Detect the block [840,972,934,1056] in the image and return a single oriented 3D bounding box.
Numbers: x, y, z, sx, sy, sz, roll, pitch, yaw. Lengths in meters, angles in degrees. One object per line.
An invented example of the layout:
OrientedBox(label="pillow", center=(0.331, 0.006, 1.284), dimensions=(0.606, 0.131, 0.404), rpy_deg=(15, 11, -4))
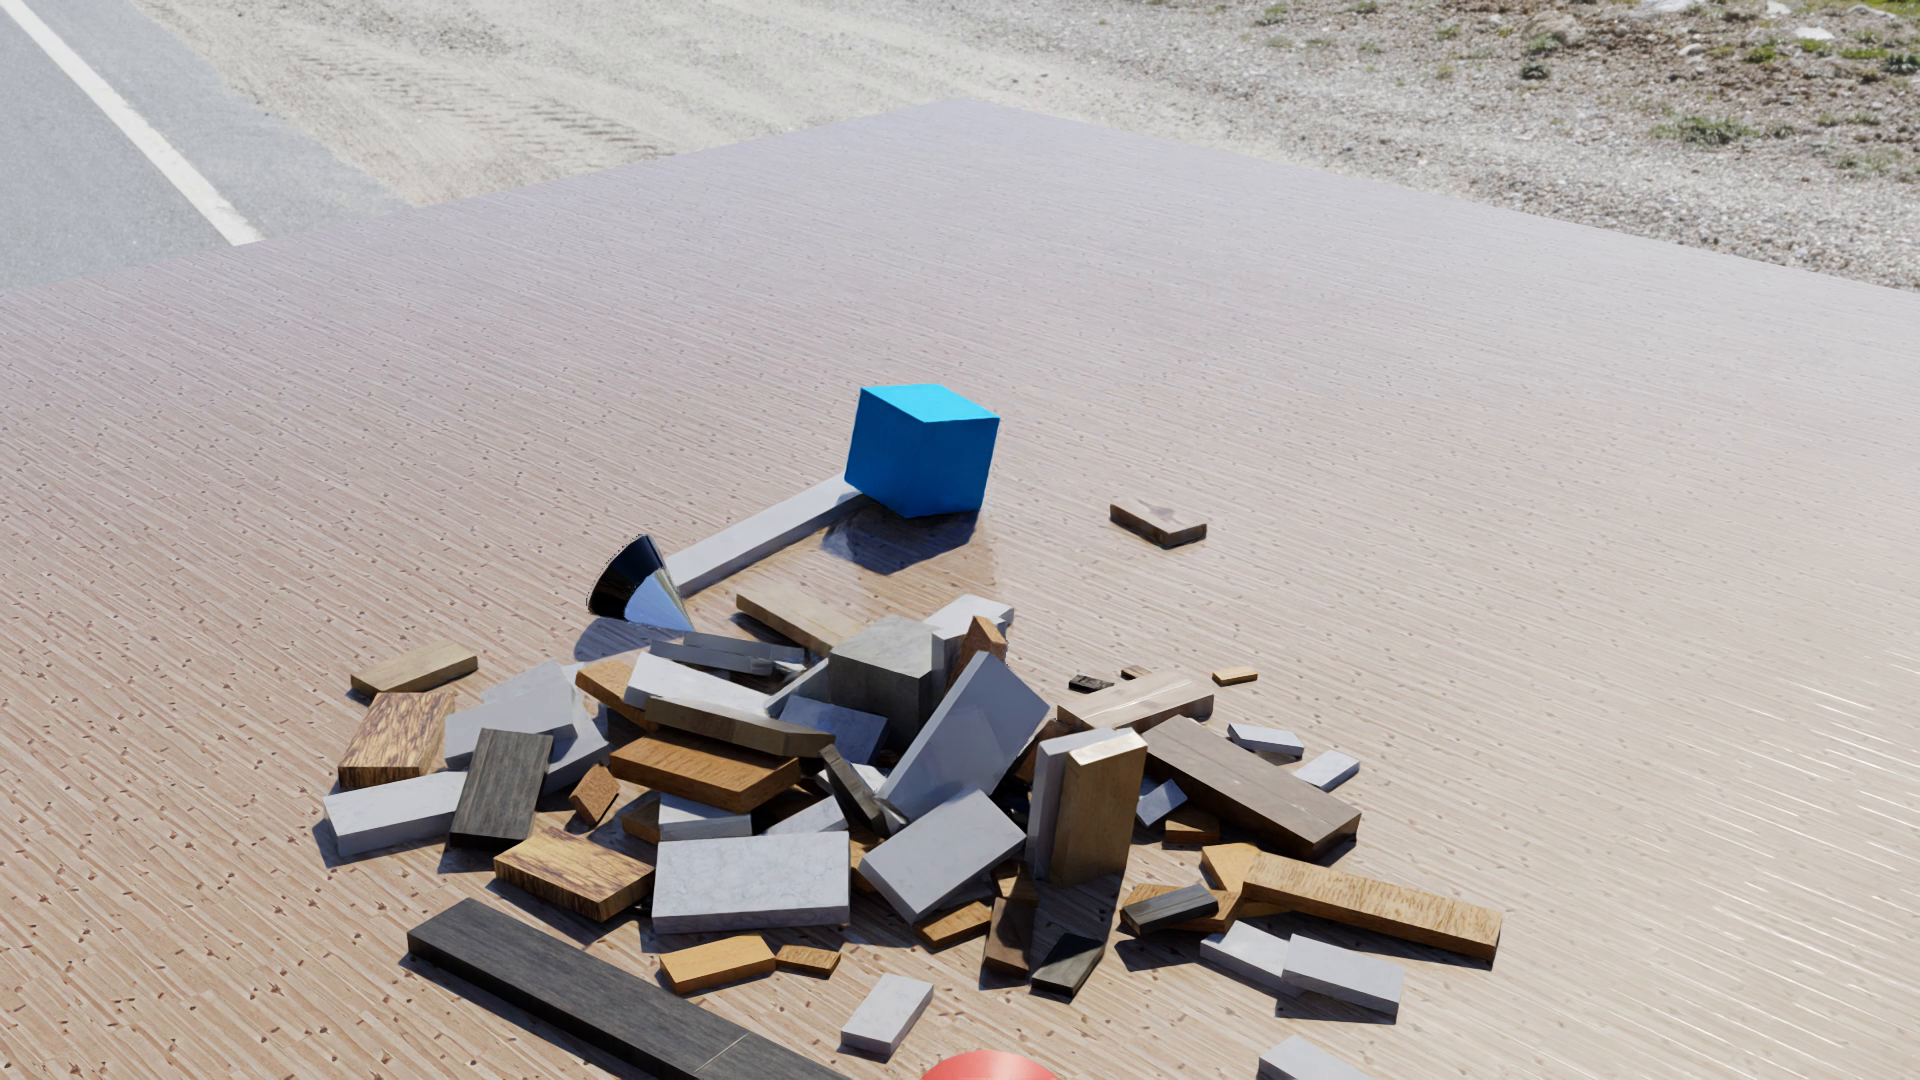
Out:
OrientedBox(label="block", center=(-0.124, 0.818, 3.800), dimensions=(0.093, 0.026, 0.186), rpy_deg=(9, 25, 20))

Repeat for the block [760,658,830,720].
OrientedBox(label="block", center=(-0.317, 0.339, 4.734), dimensions=(0.209, 0.104, 0.030), rpy_deg=(-35, 27, -19))

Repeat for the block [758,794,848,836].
OrientedBox(label="block", center=(-0.304, 0.562, 4.260), dimensions=(0.166, 0.023, 0.083), rpy_deg=(-27, 33, -5))

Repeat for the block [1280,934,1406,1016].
OrientedBox(label="block", center=(0.674, 0.764, 3.871), dimensions=(0.205, 0.029, 0.103), rpy_deg=(15, 30, 10))

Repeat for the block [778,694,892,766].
OrientedBox(label="block", center=(-0.272, 0.405, 4.600), dimensions=(0.236, 0.033, 0.118), rpy_deg=(11, 60, 25))

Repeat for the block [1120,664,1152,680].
OrientedBox(label="block", center=(0.415, 0.311, 5.012), dimensions=(0.046, 0.013, 0.092), rpy_deg=(-17, 28, -34))

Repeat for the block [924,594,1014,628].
OrientedBox(label="block", center=(-0.003, 0.208, 5.222), dimensions=(0.137, 0.039, 0.274), rpy_deg=(14, 27, 30))

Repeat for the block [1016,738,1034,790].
OrientedBox(label="block", center=(0.177, 0.454, 4.372), dimensions=(0.105, 0.030, 0.210), rpy_deg=(-9, 25, -14))

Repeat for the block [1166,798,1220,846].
OrientedBox(label="block", center=(0.467, 0.546, 4.436), dimensions=(0.106, 0.030, 0.211), rpy_deg=(2, 23, 4))

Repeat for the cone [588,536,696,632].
OrientedBox(label="cone", center=(-0.720, 0.154, 5.262), dimensions=(0.237, 0.237, 0.237), rpy_deg=(36, 34, 12))

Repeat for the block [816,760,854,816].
OrientedBox(label="block", center=(-0.206, 0.515, 4.460), dimensions=(0.084, 0.024, 0.168), rpy_deg=(-21, 46, -41))

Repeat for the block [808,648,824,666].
OrientedBox(label="block", center=(-0.321, 0.259, 5.128), dimensions=(0.058, 0.016, 0.116), rpy_deg=(-3, 23, -9))

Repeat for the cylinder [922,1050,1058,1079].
OrientedBox(label="cylinder", center=(0.037, 0.935, 3.225), dimensions=(0.260, 0.260, 0.260), rpy_deg=(2, 23, 6))

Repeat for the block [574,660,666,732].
OrientedBox(label="block", center=(-0.702, 0.341, 4.774), dimensions=(0.251, 0.036, 0.126), rpy_deg=(28, 24, 29))

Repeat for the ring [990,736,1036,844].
OrientedBox(label="ring", center=(0.184, 0.503, 4.433), dimensions=(0.336, 0.112, 0.336), rpy_deg=(-1, 25, 1))

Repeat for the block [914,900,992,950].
OrientedBox(label="block", center=(-0.008, 0.710, 4.062), dimensions=(0.141, 0.020, 0.071), rpy_deg=(-15, 27, -31))

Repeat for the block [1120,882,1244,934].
OrientedBox(label="block", center=(0.410, 0.682, 4.075), dimensions=(0.205, 0.029, 0.103), rpy_deg=(1, 21, 27))

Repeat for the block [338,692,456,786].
OrientedBox(label="block", center=(-1.200, 0.424, 4.700), dimensions=(0.168, 0.048, 0.336), rpy_deg=(0, 23, 0))

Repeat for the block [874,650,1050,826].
OrientedBox(label="block", center=(0.008, 0.415, 4.320), dimensions=(0.359, 0.180, 0.051), rpy_deg=(-54, 22, -18))

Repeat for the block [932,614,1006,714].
OrientedBox(label="block", center=(0.018, 0.323, 4.597), dimensions=(0.157, 0.314, 0.044), rpy_deg=(-16, 28, -32))

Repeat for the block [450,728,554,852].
OrientedBox(label="block", center=(-0.914, 0.501, 4.402), dimensions=(0.148, 0.042, 0.297), rpy_deg=(7, 38, -3))

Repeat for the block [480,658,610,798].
OrientedBox(label="block", center=(-0.875, 0.394, 4.642), dimensions=(0.175, 0.050, 0.351), rpy_deg=(-26, 39, -14))

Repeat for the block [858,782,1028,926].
OrientedBox(label="block", center=(-0.031, 0.591, 4.159), dimensions=(0.302, 0.043, 0.151), rpy_deg=(-29, 64, -38))

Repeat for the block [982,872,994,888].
OrientedBox(label="block", center=(0.005, 0.648, 4.212), dimensions=(0.112, 0.016, 0.056), rpy_deg=(-3, 23, -6))

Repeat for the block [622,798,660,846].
OrientedBox(label="block", center=(-0.549, 0.569, 4.350), dimensions=(0.234, 0.033, 0.117), rpy_deg=(14, 26, 41))

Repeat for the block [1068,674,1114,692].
OrientedBox(label="block", center=(0.297, 0.328, 4.971), dimensions=(0.092, 0.013, 0.046), rpy_deg=(13, 26, 28))

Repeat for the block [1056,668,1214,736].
OrientedBox(label="block", center=(0.386, 0.369, 4.834), dimensions=(0.314, 0.044, 0.157), rpy_deg=(-15, 27, -32))

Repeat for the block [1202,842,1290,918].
OrientedBox(label="block", center=(0.544, 0.647, 4.197), dimensions=(0.106, 0.030, 0.211), rpy_deg=(-5, 23, -11))

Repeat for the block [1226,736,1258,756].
OrientedBox(label="block", center=(0.513, 0.461, 4.636), dimensions=(0.211, 0.030, 0.106), rpy_deg=(-6, 24, -14))

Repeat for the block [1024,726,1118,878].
OrientedBox(label="block", center=(0.212, 0.501, 4.189), dimensions=(0.151, 0.302, 0.043), rpy_deg=(-10, 36, -22))

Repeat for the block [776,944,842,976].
OrientedBox(label="block", center=(-0.274, 0.755, 3.961), dimensions=(0.108, 0.015, 0.054), rpy_deg=(7, 24, 16))

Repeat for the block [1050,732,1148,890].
OrientedBox(label="block", center=(0.261, 0.514, 4.160), dimensions=(0.151, 0.302, 0.043), rpy_deg=(-13, 37, -29))

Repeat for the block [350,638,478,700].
OrientedBox(label="block", center=(-1.241, 0.299, 5.010), dimensions=(0.127, 0.036, 0.254), rpy_deg=(20, 30, 39))

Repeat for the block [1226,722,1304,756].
OrientedBox(label="block", center=(0.651, 0.425, 4.684), dimensions=(0.149, 0.021, 0.075), rpy_deg=(9, 19, -17))

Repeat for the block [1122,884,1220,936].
OrientedBox(label="block", center=(0.385, 0.676, 4.024), dimensions=(0.157, 0.022, 0.079), rpy_deg=(-14, 20, -15))

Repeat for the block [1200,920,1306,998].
OrientedBox(label="block", center=(0.546, 0.750, 3.955), dimensions=(0.205, 0.029, 0.103), rpy_deg=(18, 29, 37))

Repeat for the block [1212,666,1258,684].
OrientedBox(label="block", center=(0.627, 0.308, 5.017), dimensions=(0.092, 0.013, 0.046), rpy_deg=(-9, 24, -20))

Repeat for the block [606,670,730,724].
OrientedBox(label="block", center=(-0.648, 0.347, 4.892), dimensions=(0.277, 0.039, 0.139), rpy_deg=(-4, 23, -10))

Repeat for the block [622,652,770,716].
OrientedBox(label="block", center=(-0.560, 0.346, 4.748), dimensions=(0.314, 0.044, 0.157), rpy_deg=(20, 24, -5))
